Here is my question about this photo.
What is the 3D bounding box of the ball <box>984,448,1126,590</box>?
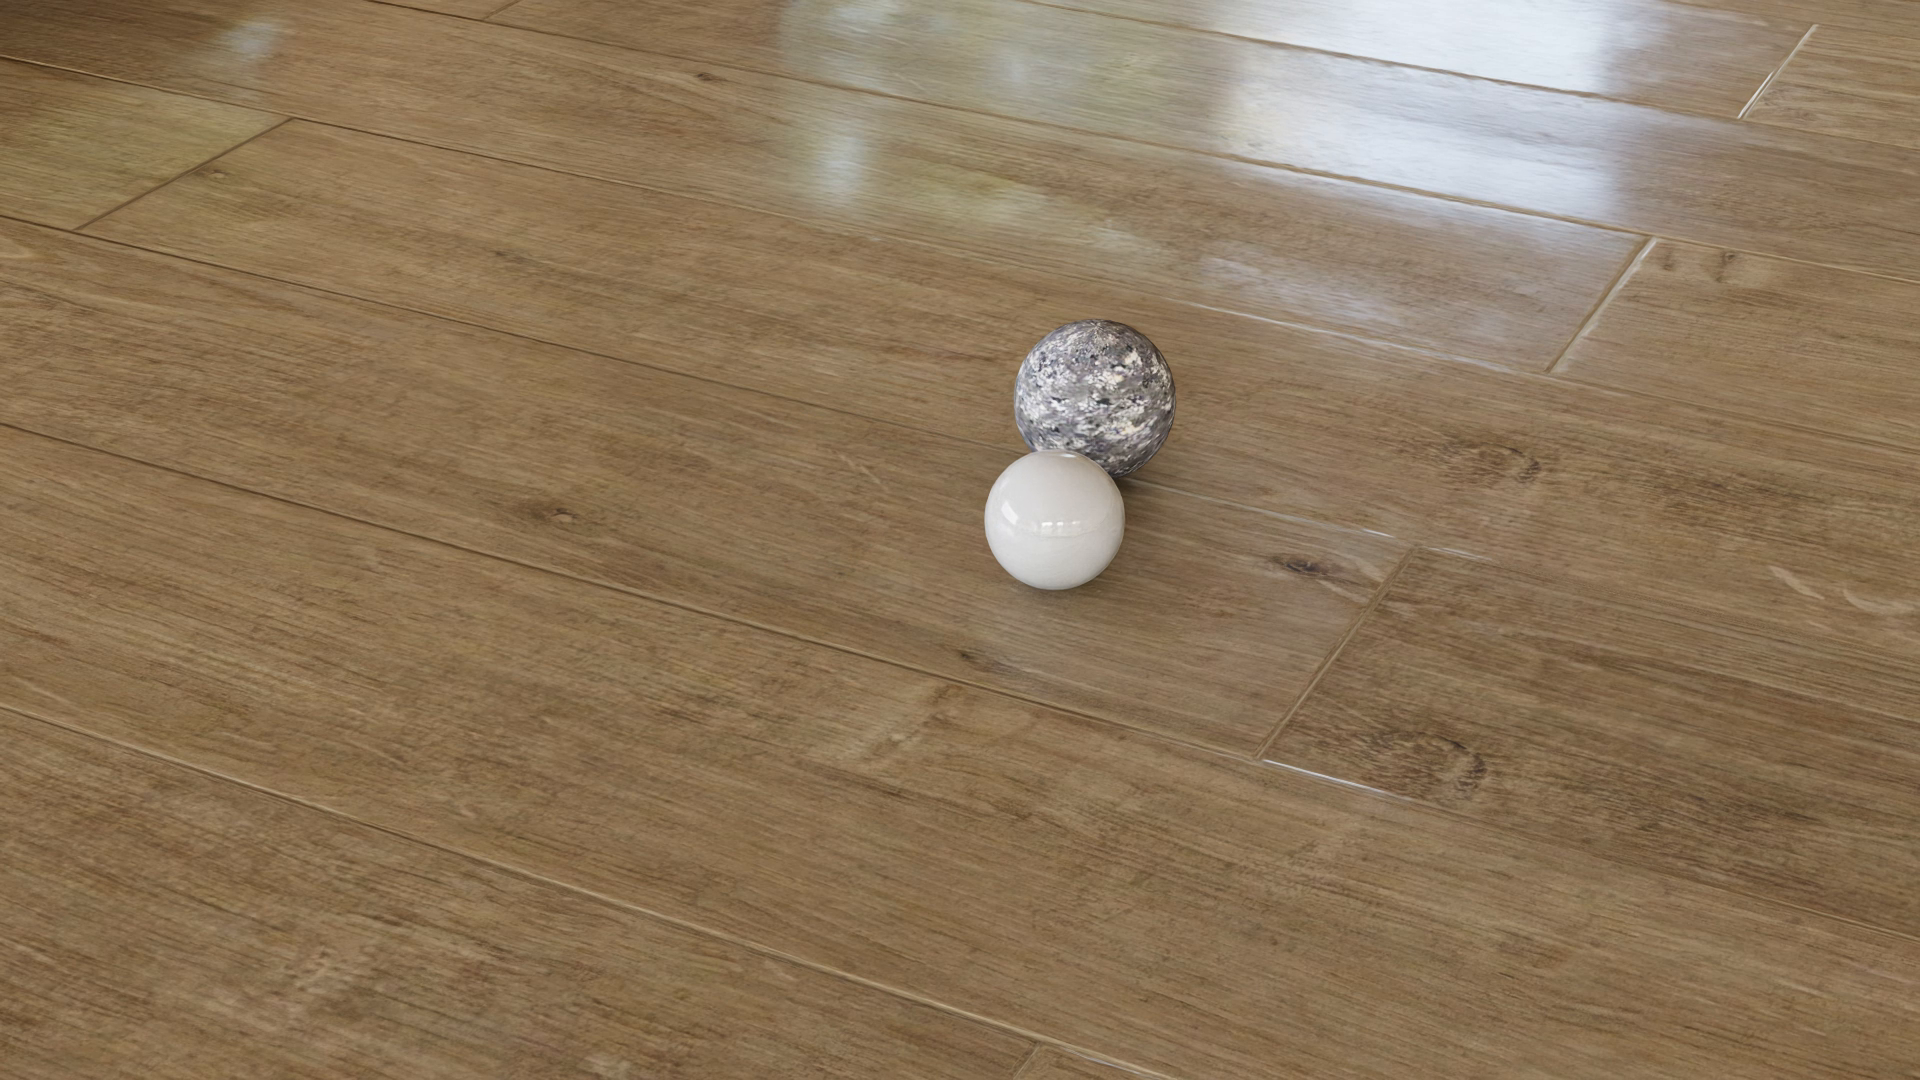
[{"bbox_3d":[0.053,-0.011,1.632,0.079,0.079,0.079,0,29,0],"label":"ball"}]

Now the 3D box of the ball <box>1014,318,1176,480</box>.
[{"bbox_3d":[0.080,-0.083,1.741,0.097,0.097,0.097,0,29,0],"label":"ball"}]
